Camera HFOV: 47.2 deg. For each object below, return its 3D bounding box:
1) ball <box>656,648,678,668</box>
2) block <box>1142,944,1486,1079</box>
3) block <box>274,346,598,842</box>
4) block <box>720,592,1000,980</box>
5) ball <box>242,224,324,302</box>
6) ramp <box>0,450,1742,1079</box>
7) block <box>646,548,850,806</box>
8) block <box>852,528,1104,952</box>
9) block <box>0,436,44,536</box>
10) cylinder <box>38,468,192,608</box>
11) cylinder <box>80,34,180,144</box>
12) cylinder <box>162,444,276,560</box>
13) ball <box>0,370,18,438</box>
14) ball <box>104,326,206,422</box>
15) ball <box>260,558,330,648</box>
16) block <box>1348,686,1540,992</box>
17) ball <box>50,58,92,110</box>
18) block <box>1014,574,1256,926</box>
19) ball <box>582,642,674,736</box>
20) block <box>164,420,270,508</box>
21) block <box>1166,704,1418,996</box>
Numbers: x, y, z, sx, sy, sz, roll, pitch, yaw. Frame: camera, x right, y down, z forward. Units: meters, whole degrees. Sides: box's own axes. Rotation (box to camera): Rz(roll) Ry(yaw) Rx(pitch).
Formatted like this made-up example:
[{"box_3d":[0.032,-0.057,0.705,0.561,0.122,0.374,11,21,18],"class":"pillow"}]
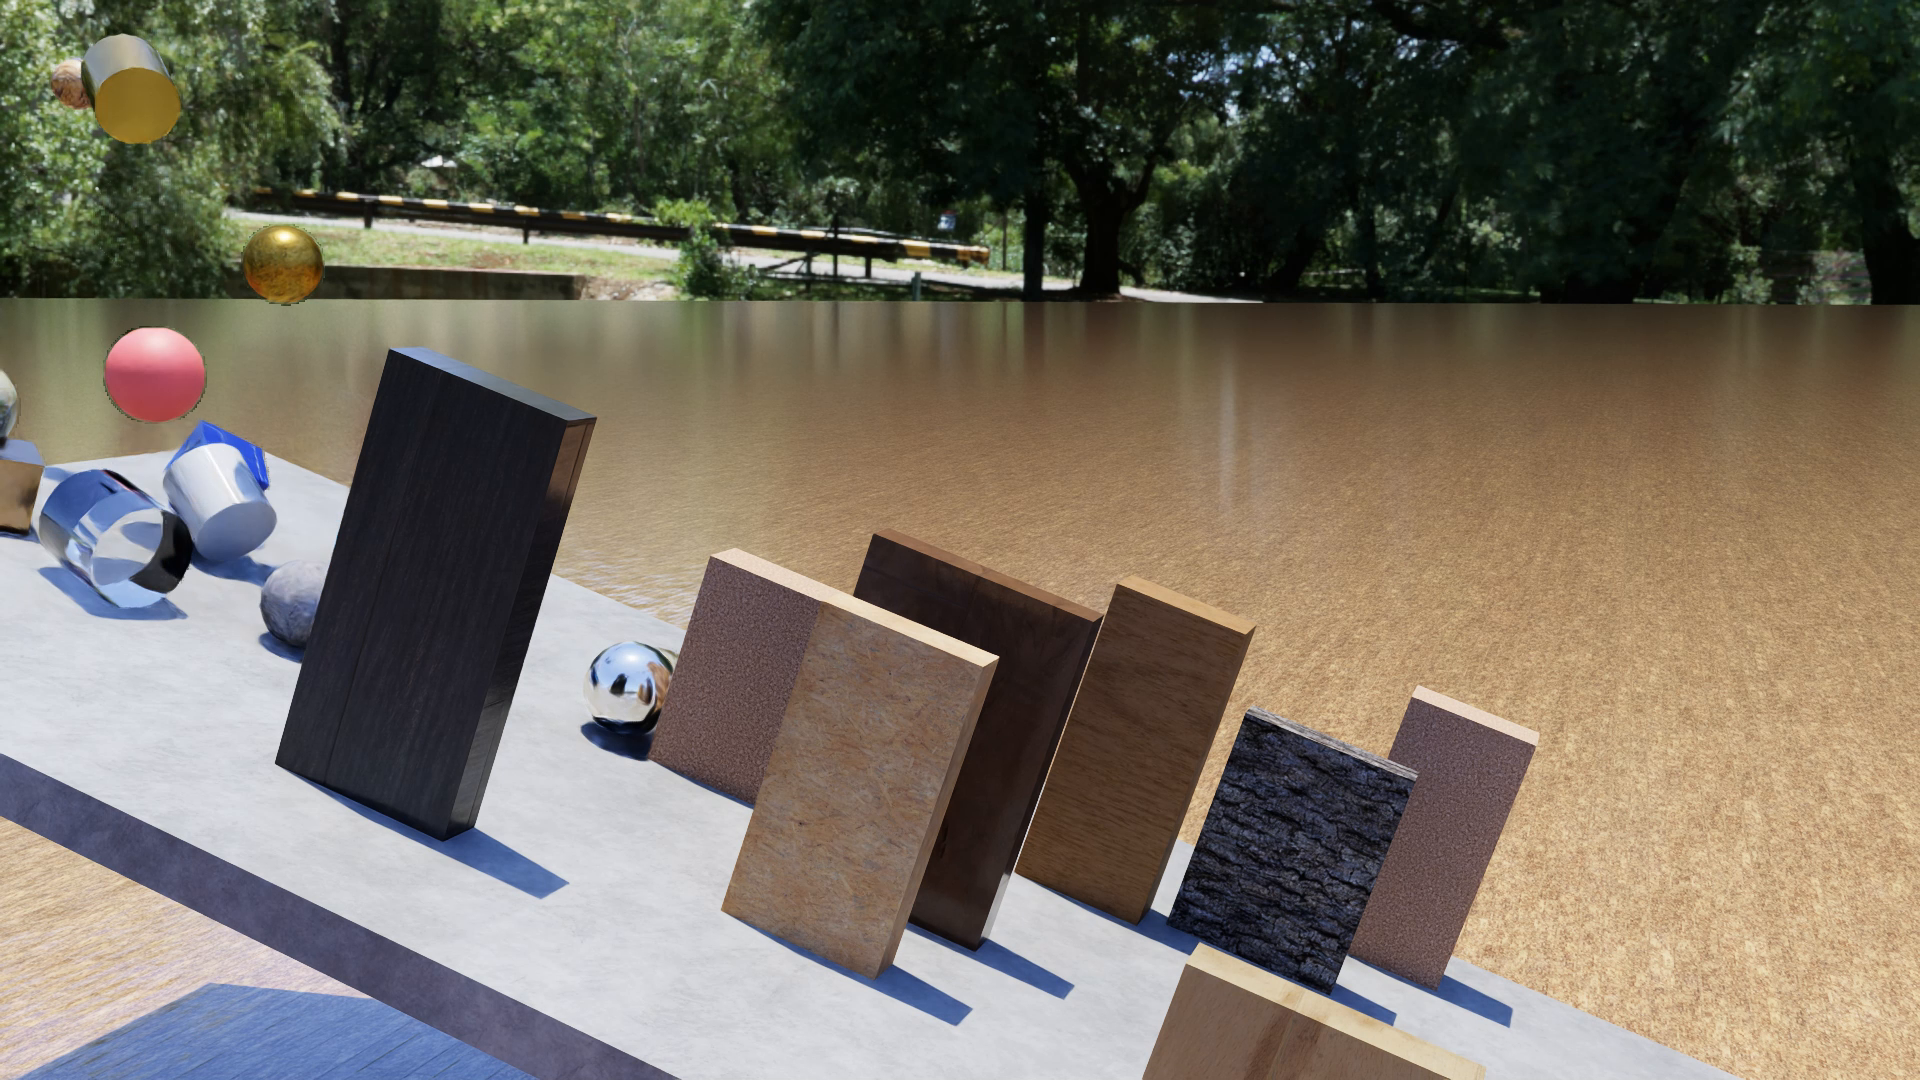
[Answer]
[{"box_3d":[-0.637,0.303,4.628,0.151,0.151,0.151,0,7,0],"class":"ball"},{"box_3d":[0.437,0.859,3.034,0.419,0.463,0.098,22,12,14],"class":"block"},{"box_3d":[-0.893,0.091,3.724,0.344,0.759,0.106,22,12,14],"class":"block"},{"box_3d":[-0.174,0.420,3.765,0.299,0.585,0.098,22,12,14],"class":"block"},{"box_3d":[-1.432,-0.584,4.652,0.163,0.163,0.163,0,7,0],"class":"ball"},{"box_3d":[-0.342,0.632,4.216,4.000,0.100,2.000,22,12,14],"class":"ramp"},{"box_3d":[-0.358,0.299,4.373,0.405,0.439,0.126,22,12,14],"class":"block"},{"box_3d":[-0.052,0.364,4.030,0.433,0.656,0.087,22,12,14],"class":"block"},{"box_3d":[-1.971,-0.118,4.474,0.152,0.152,0.152,11,15,-34],"class":"block"},{"box_3d":[-1.654,-0.004,4.307,0.210,0.210,0.210,28,23,36],"class":"cylinder"},{"box_3d":[-1.662,-0.903,4.406,0.163,0.163,0.163,-4,36,-30],"class":"cylinder"},{"box_3d":[-1.584,-0.081,4.705,0.177,0.177,0.177,-7,50,-46],"class":"cylinder"},{"box_3d":[-2.075,-0.282,4.590,0.203,0.203,0.203,0,7,0],"class":"ball"},{"box_3d":[-1.740,-0.359,4.755,0.205,0.205,0.205,0,7,0],"class":"ball"},{"box_3d":[-1.296,0.125,4.359,0.177,0.177,0.177,0,7,0],"class":"ball"},{"box_3d":[0.986,0.627,4.641,0.269,0.568,0.132,22,12,14],"class":"block"},{"box_3d":[-1.937,-1.002,4.830,0.111,0.111,0.111,0,7,0],"class":"ball"},{"box_3d":[0.351,0.421,4.430,0.272,0.637,0.133,22,12,14],"class":"block"},{"box_3d":[-0.667,0.301,4.452,0.190,0.190,0.190,0,7,0],"class":"ball"},{"box_3d":[-1.652,-0.139,4.885,0.151,0.151,0.151,31,17,-38],"class":"block"},{"box_3d":[0.665,0.621,4.414,0.354,0.472,0.086,22,12,14],"class":"block"}]
